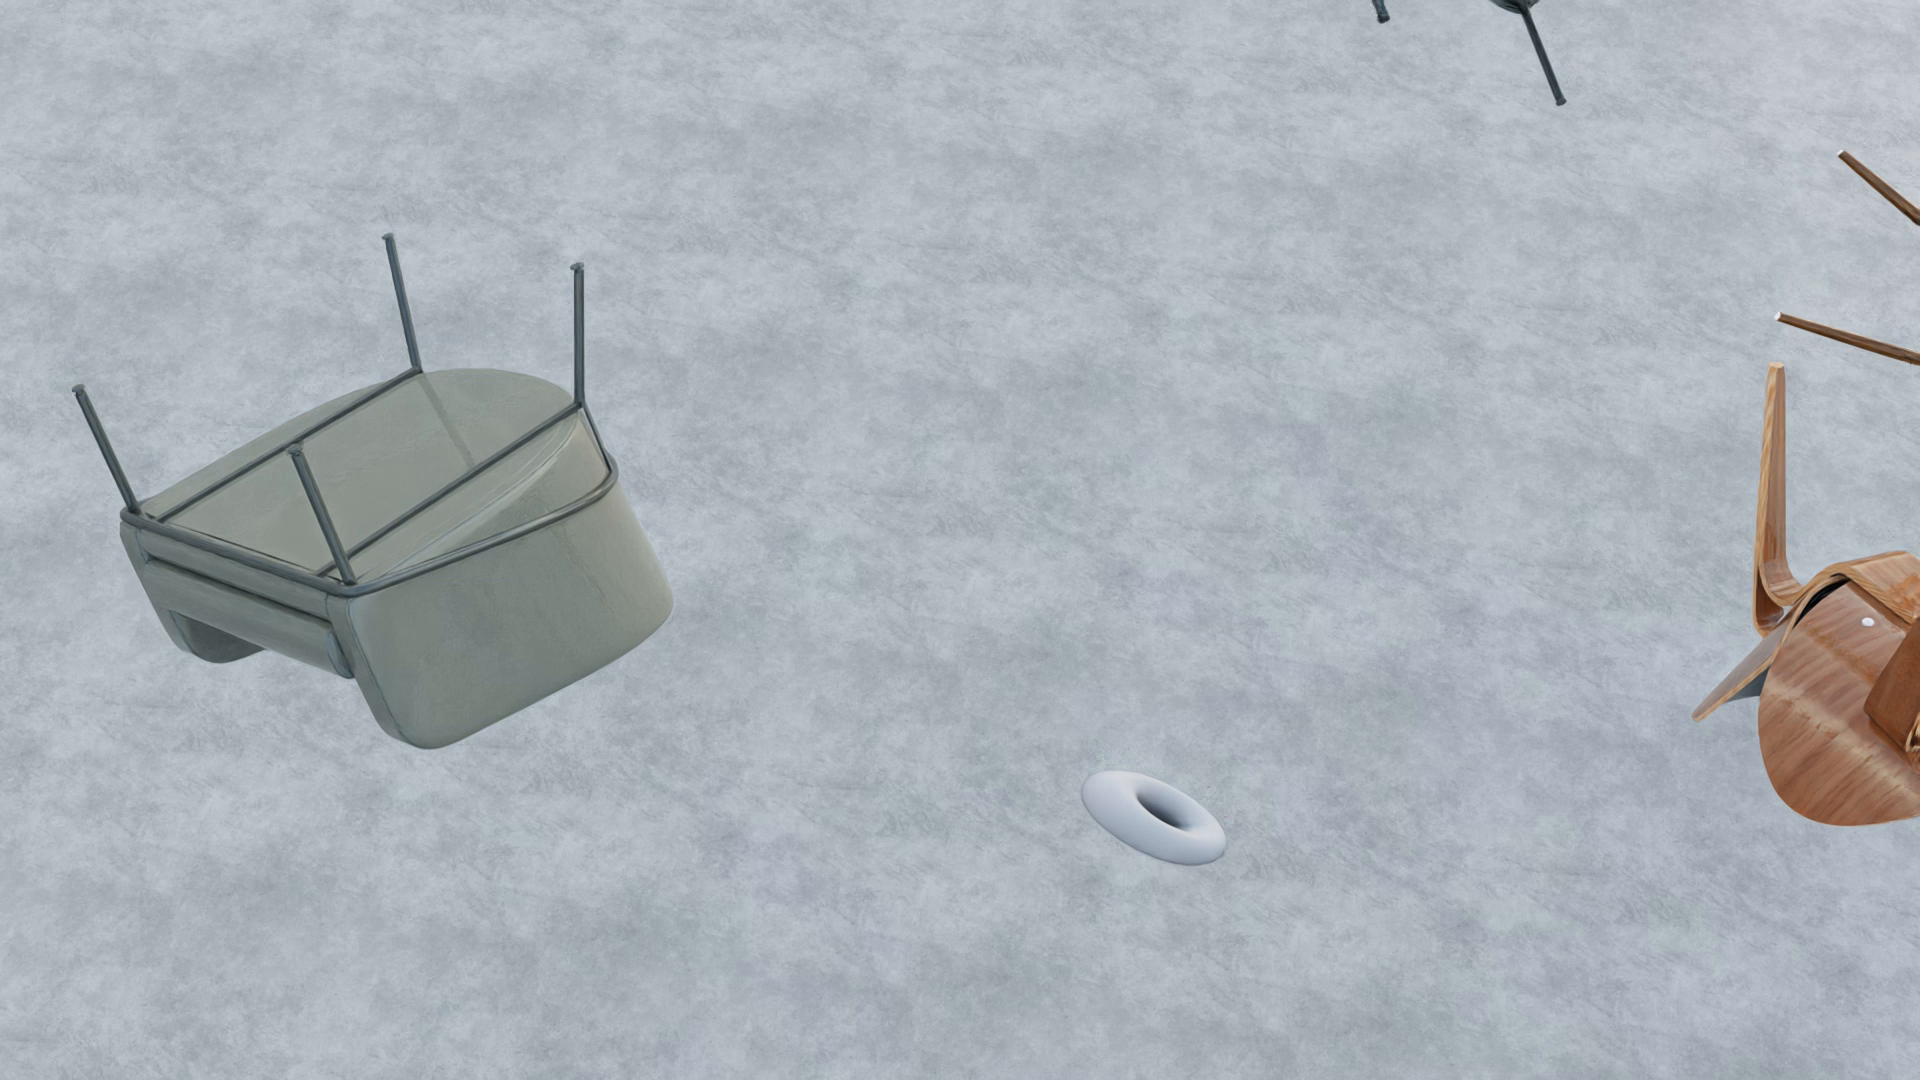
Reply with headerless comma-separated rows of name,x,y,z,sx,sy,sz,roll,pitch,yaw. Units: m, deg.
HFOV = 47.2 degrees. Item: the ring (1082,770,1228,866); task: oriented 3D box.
ring,0.331,0.474,3.748,0.288,0.098,0.110,29,51,-18
